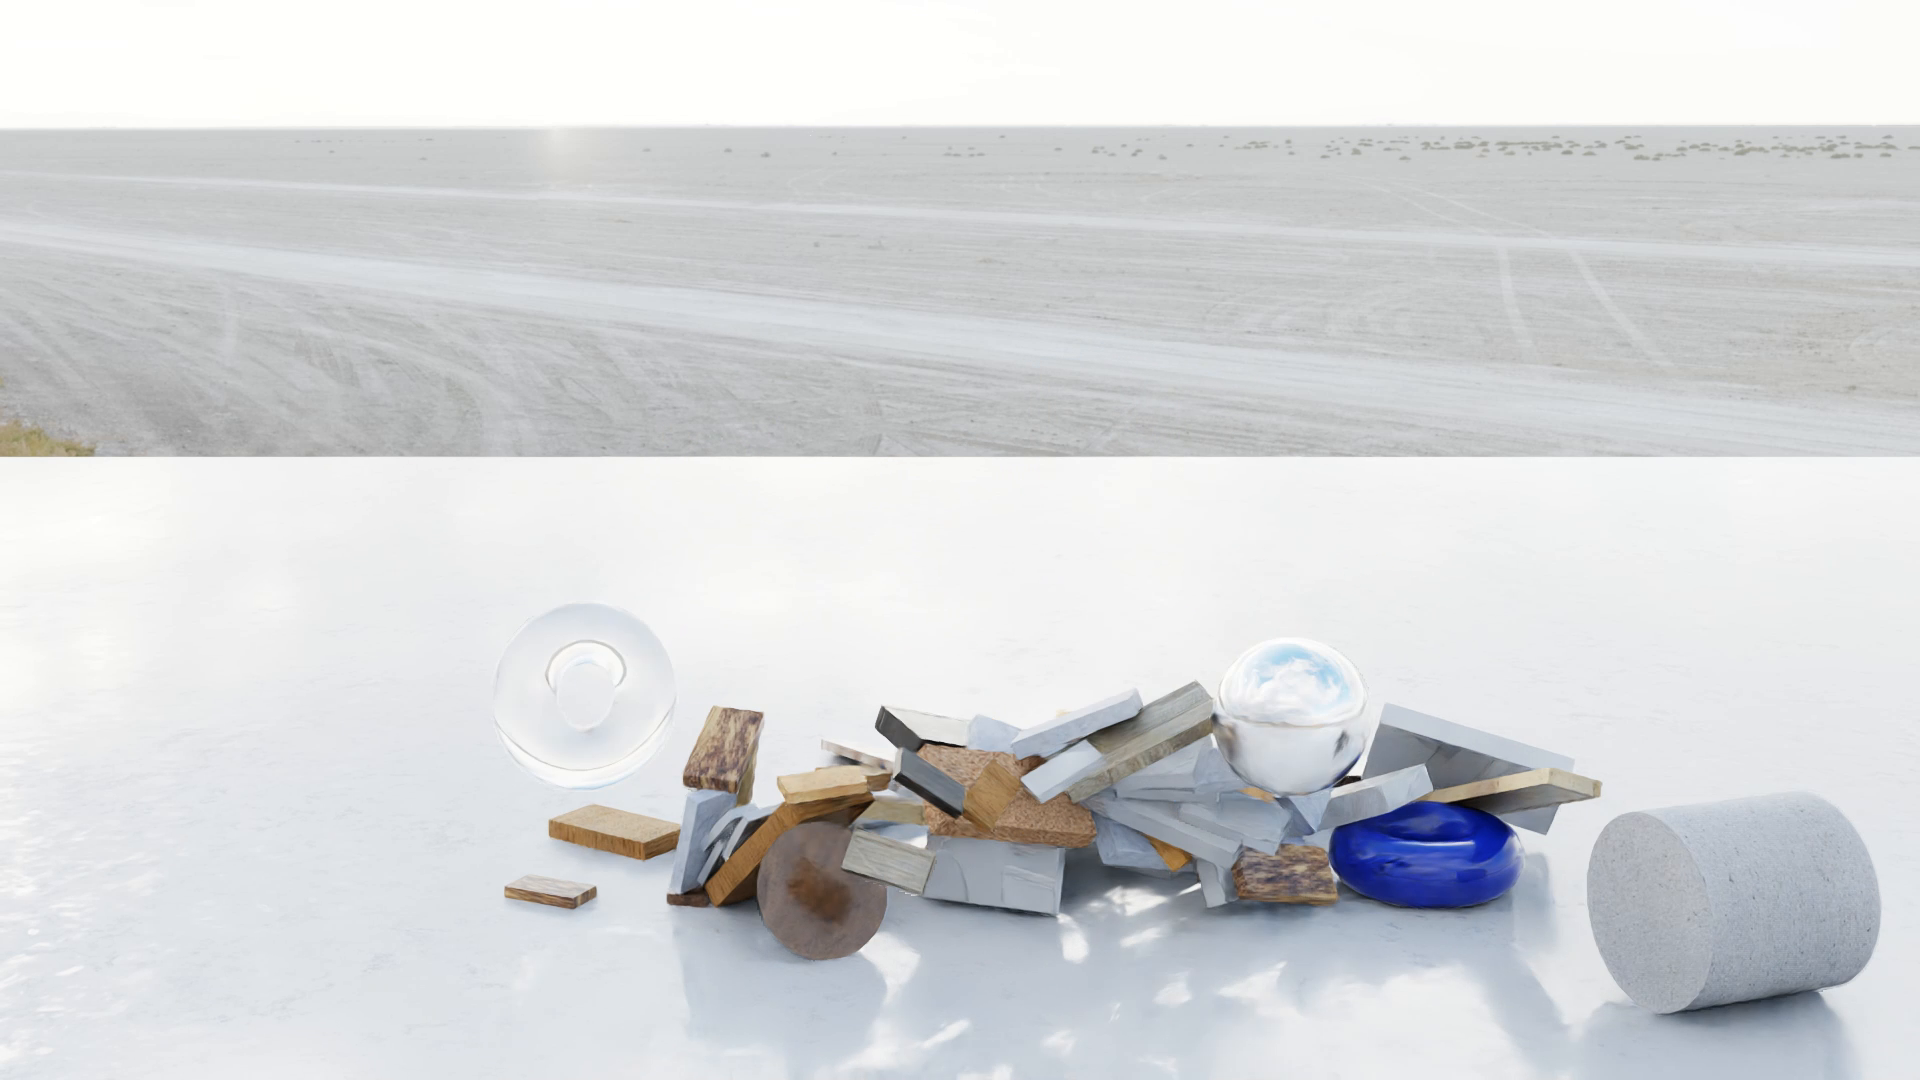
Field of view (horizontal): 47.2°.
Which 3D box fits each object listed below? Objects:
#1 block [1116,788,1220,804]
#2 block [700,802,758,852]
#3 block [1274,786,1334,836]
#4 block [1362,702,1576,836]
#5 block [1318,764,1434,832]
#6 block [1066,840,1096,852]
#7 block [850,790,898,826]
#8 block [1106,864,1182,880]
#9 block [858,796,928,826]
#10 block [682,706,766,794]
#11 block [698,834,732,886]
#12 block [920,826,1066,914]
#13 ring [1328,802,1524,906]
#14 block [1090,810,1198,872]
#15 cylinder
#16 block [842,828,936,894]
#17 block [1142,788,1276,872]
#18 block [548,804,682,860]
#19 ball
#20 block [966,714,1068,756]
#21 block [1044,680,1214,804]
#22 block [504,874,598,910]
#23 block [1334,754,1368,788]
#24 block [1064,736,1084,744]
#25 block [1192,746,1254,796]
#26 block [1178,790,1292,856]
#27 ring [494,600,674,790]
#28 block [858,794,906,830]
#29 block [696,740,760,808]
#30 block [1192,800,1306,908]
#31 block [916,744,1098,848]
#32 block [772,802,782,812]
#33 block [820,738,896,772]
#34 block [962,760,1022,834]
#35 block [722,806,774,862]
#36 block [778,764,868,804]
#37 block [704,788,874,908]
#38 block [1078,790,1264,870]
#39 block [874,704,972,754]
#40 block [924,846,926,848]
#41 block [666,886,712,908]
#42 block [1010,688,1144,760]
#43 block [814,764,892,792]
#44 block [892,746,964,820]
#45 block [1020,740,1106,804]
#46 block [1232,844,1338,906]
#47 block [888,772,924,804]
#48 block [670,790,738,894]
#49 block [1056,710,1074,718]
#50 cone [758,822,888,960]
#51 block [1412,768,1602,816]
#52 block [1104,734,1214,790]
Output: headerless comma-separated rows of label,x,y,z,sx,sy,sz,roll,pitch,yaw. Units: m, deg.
block,0.337,0.381,3.521,0.162,0.023,0.081,2,37,14
block,-0.374,0.465,3.562,0.055,0.016,0.111,-13,-26,-42
block,0.591,0.398,3.708,0.026,0.093,0.186,-18,29,40
block,0.898,0.407,3.906,0.339,0.170,0.048,17,49,10
block,0.631,0.469,3.815,0.339,0.048,0.170,-22,-6,37
block,0.228,0.510,3.894,0.257,0.036,0.128,-11,-3,-44
block,-0.199,0.490,4.004,0.161,0.023,0.081,-8,20,27
block,0.379,0.533,3.874,0.128,0.036,0.257,7,13,34
block,-0.066,0.468,3.785,0.116,0.033,0.301,6,-5,-43
block,-0.389,0.345,3.634,0.091,0.026,0.182,6,34,8
block,-0.388,0.523,3.607,0.055,0.111,0.016,-13,54,-42
block,0.053,0.540,3.600,0.232,0.116,0.033,3,-11,22
ring,0.786,0.528,3.710,0.326,0.109,0.326,-1,11,0
block,0.339,0.477,3.661,0.286,0.041,0.143,11,46,-35
cylinder,1.126,0.527,3.217,0.289,0.289,0.289,-4,11,-20
block,-0.107,0.482,3.295,0.128,0.064,0.018,15,-23,9
block,0.470,0.420,3.772,0.514,0.133,0.038,-20,-22,-50
block,-0.613,0.523,3.942,0.232,0.033,0.116,7,13,34
ball,0.508,0.270,3.370,0.244,0.244,0.244,0,11,0
block,0.147,0.398,3.657,0.286,0.041,0.143,21,40,-18
block,0.280,0.321,3.505,0.279,0.029,0.104,-26,31,-7
block,-0.680,0.583,3.651,0.137,0.019,0.068,5,12,25
block,0.690,0.448,4.164,0.339,0.048,0.170,-3,6,40
block,0.204,0.414,3.858,0.105,0.030,0.210,2,34,-29
block,0.445,0.359,3.490,0.162,0.023,0.081,-8,36,0
block,0.436,0.438,3.492,0.162,0.023,0.081,20,41,15
ring,-0.657,0.273,3.860,0.333,0.333,0.111,-6,3,-29
block,-0.098,0.495,4.097,0.221,0.031,0.111,-5,12,-26
block,-0.399,0.434,3.716,0.091,0.250,0.026,6,-3,8
block,0.482,0.515,3.648,0.038,0.133,0.266,-22,-10,40
block,0.073,0.411,3.521,0.286,0.041,0.143,9,47,-29
block,-0.237,0.414,3.523,0.128,0.018,0.064,-28,-20,-5
block,-0.167,0.428,4.329,0.068,0.019,0.390,7,-1,-27
block,0.046,0.404,3.463,0.062,0.017,0.123,38,40,1
block,-0.341,0.474,3.550,0.055,0.111,0.016,-12,54,-39
block,-0.214,0.381,3.428,0.128,0.018,0.064,-6,21,-19
block,-0.278,0.491,3.561,0.152,0.043,0.303,-10,-28,-43
block,0.341,0.424,3.545,0.266,0.038,0.133,22,42,18
block,0.020,0.352,3.771,0.303,0.043,0.152,13,12,-32
block,-0.023,0.548,3.833,0.081,0.023,0.161,3,11,16
block,-0.433,0.579,3.673,0.068,0.019,0.137,3,11,14
block,0.190,0.296,3.550,0.207,0.029,0.103,-22,1,12
block,-0.176,0.452,4.186,0.111,0.031,0.221,6,-1,26
block,-0.047,0.372,3.373,0.123,0.017,0.062,35,30,-19
block,0.163,0.365,3.465,0.123,0.017,0.062,-30,31,-13
block,0.525,0.542,3.581,0.186,0.093,0.026,9,-37,-29
block,0.000,0.402,3.731,0.152,0.043,0.303,22,11,14
block,-0.420,0.487,3.609,0.026,0.182,0.091,31,30,32
block,0.234,0.389,4.703,0.061,0.017,0.122,1,11,7
cone,-0.254,0.573,3.497,0.215,0.215,0.215,-5,-15,-26
block,0.899,0.441,3.747,0.093,0.026,0.574,16,-15,-11
block,0.290,0.351,3.510,0.207,0.029,0.104,-5,35,27
